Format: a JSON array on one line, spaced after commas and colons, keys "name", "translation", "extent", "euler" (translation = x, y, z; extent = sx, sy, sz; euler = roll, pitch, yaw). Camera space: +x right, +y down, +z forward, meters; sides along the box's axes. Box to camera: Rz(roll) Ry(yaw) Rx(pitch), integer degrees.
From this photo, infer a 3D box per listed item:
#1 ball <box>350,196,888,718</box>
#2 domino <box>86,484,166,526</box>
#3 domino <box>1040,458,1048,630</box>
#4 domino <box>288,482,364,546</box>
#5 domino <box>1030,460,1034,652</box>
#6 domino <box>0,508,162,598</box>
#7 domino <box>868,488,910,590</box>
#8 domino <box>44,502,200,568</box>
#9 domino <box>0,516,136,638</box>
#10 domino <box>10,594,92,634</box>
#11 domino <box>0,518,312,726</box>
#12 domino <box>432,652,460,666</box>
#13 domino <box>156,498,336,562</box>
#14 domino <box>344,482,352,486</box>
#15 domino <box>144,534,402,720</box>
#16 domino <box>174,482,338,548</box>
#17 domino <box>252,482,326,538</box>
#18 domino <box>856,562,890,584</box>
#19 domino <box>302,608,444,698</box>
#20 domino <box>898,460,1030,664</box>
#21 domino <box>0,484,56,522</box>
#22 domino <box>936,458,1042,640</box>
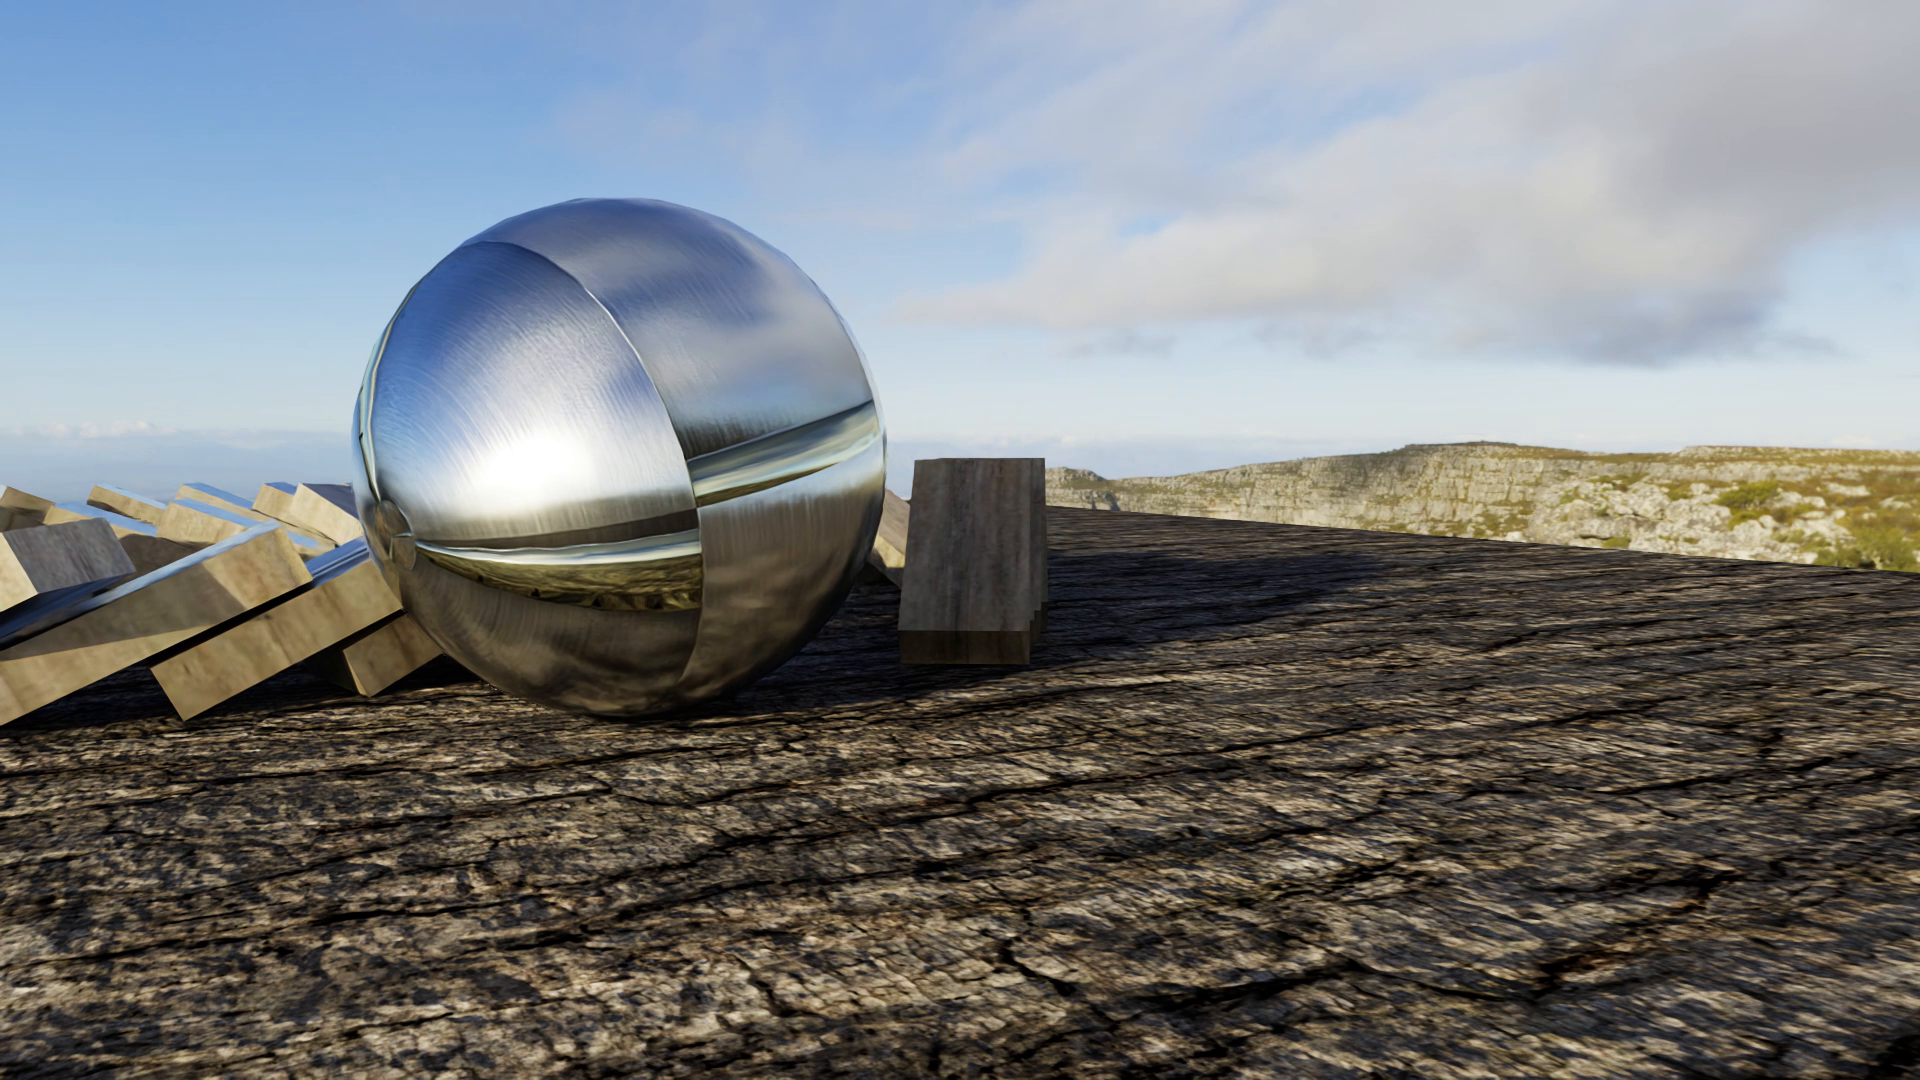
[{"name": "ball", "translation": [-0.051, -0.013, 0.201], "extent": [0.080, 0.080, 0.080], "euler": [0, 4, 0]}, {"name": "domino", "translation": [-0.264, -0.005, 0.432], "extent": [0.050, 0.009, 0.025], "euler": [25, -8, -26]}, {"name": "domino", "translation": [0.008, 0.000, 0.308], "extent": [0.025, 0.010, 0.050], "euler": [0, 44, 3]}, {"name": "domino", "translation": [-0.166, -0.001, 0.371], "extent": [0.050, 0.010, 0.025], "euler": [28, 9, 18]}, {"name": "domino", "translation": [0.003, 0.002, 0.278], "extent": [0.025, 0.009, 0.050], "euler": [0, 44, 3]}, {"name": "domino", "translation": [-0.219, 0.005, 0.310], "extent": [0.025, 0.010, 0.050], "euler": [2, -20, 21]}, {"name": "domino", "translation": [-0.020, -0.001, 0.393], "extent": [0.025, 0.010, 0.050], "euler": [-3, 28, -39]}, {"name": "domino", "translation": [-0.215, 0.003, 0.345], "extent": [0.050, 0.009, 0.025], "euler": [21, -4, -22]}, {"name": "domino", "translation": [-0.152, 0.013, 0.186], "extent": [0.050, 0.010, 0.025], "euler": [-26, 8, -2]}, {"name": "domino", "translation": [-0.227, 0.016, 0.287], "extent": [0.025, 0.009, 0.050], "euler": [2, 5, 23]}, {"name": "domino", "translation": [-0.131, 0.013, 0.203], "extent": [0.050, 0.010, 0.025], "euler": [-30, 18, -26]}, {"name": "domino", "translation": [-0.084, 0.007, 0.259], "extent": [0.025, 0.009, 0.050], "euler": [5, 33, 30]}, {"name": "domino", "translation": [-0.191, 0.002, 0.355], "extent": [0.050, 0.010, 0.025], "euler": [22, -4, -21]}, {"name": "domino", "translation": [-0.196, -0.006, 0.462], "extent": [0.050, 0.010, 0.025], "euler": [23, 2, -7]}, {"name": "domino", "translation": [-0.110, 0.011, 0.218], "extent": [0.050, 0.009, 0.025], "euler": [-33, 23, -30]}, {"name": "domino", "translation": [-0.243, -0.005, 0.446], "extent": [0.050, 0.009, 0.025], "euler": [24, -4, -18]}, {"name": "domino", "translation": [-0.220, -0.006, 0.454], "extent": [0.050, 0.009, 0.025], "euler": [24, -2, -14]}, {"name": "domino", "translation": [-0.035, -0.003, 0.414], "extent": [0.025, 0.009, 0.050], "euler": [-3, 29, -39]}, {"name": "domino", "translation": [-0.094, 0.009, 0.237], "extent": [0.025, 0.009, 0.050], "euler": [7, 34, 42]}, {"name": "domino", "translation": [0.002, 0.003, 0.263], "extent": [0.025, 0.009, 0.050], "euler": [0, 44, 3]}, {"name": "domino", "translation": [-0.282, -0.003, 0.413], "extent": [0.050, 0.009, 0.025], "euler": [29, -16, -39]}, {"name": "domino", "translation": [0.006, 0.001, 0.293], "extent": [0.025, 0.009, 0.050], "euler": [1, 44, 3]}]
